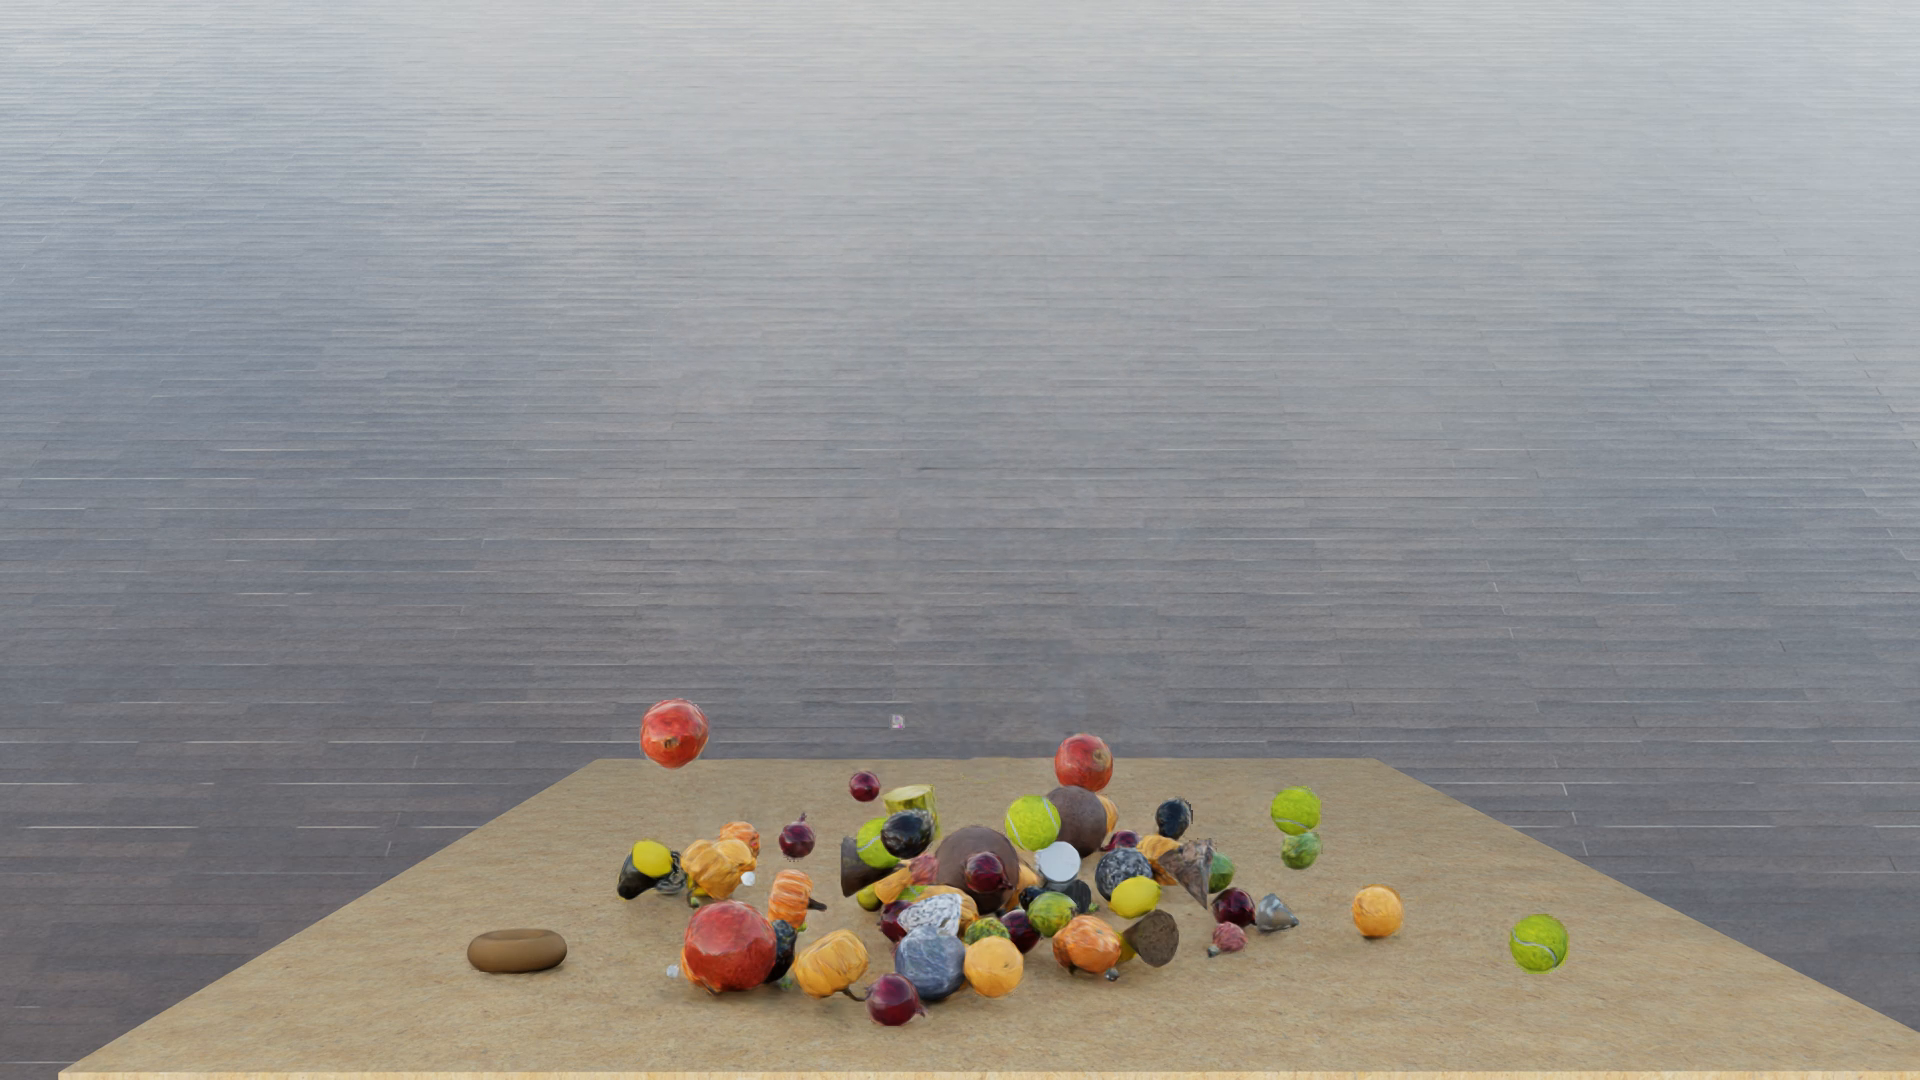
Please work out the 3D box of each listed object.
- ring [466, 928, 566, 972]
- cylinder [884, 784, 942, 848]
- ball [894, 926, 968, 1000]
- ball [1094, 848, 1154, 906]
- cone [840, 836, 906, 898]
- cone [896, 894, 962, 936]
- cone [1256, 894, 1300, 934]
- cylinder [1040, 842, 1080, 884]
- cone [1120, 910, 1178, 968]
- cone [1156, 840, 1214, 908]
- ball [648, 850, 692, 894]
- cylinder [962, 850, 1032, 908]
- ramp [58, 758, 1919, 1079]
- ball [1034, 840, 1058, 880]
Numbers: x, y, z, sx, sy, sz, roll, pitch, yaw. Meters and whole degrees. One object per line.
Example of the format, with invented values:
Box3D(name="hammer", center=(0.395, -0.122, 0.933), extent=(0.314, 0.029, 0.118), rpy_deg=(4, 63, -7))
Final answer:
Box3D(name="ring", center=(-0.572, 0.531, 3.344), extent=(0.128, 0.043, 0.128), rpy_deg=(-1, 1, 0))
Box3D(name="cylinder", center=(-0.061, 0.356, 3.337), extent=(0.064, 0.064, 0.064), rpy_deg=(-11, 10, 2))
Box3D(name="ball", center=(-0.034, 0.506, 3.096), extent=(0.089, 0.089, 0.089), rpy_deg=(0, 31, 0))
Box3D(name="ball", center=(0.248, 0.509, 3.921), extent=(0.088, 0.088, 0.088), rpy_deg=(0, 31, 0))
Box3D(name="cone", center=(-0.116, 0.451, 3.582), extent=(0.086, 0.086, 0.086), rpy_deg=(-1, 30, 7))
Box3D(name="cone", center=(-0.024, 0.504, 3.252), extent=(0.088, 0.088, 0.088), rpy_deg=(-12, 61, -19))
Box3D(name="cone", center=(0.450, 0.525, 3.586), extent=(0.057, 0.057, 0.057), rpy_deg=(12, 31, 40))
Box3D(name="cylinder", center=(0.134, 0.430, 3.445), extent=(0.053, 0.053, 0.053), rpy_deg=(2, -11, 3))
Box3D(name="cone", center=(0.230, 0.509, 3.326), extent=(0.072, 0.072, 0.072), rpy_deg=(-26, 14, -37))
Box3D(name="cone", center=(0.324, 0.468, 3.556), extent=(0.085, 0.085, 0.085), rpy_deg=(-11, 67, -18))
Box3D(name="ball", center=(-0.455, 0.520, 4.049), extent=(0.068, 0.068, 0.068), rpy_deg=(0, 31, 0))
Box3D(name="cylinder", center=(0.056, 0.514, 3.934), extent=(0.079, 0.079, 0.079), rpy_deg=(-21, 11, -32))
Box3D(name="ramp", center=(0.068, 0.606, 4.672), extent=(2.000, 0.100, 4.000), rpy_deg=(0, 0, 0))
Box3D(name="ball", center=(0.154, 0.521, 4.199), extent=(0.066, 0.066, 0.066), rpy_deg=(0, 31, 0))
